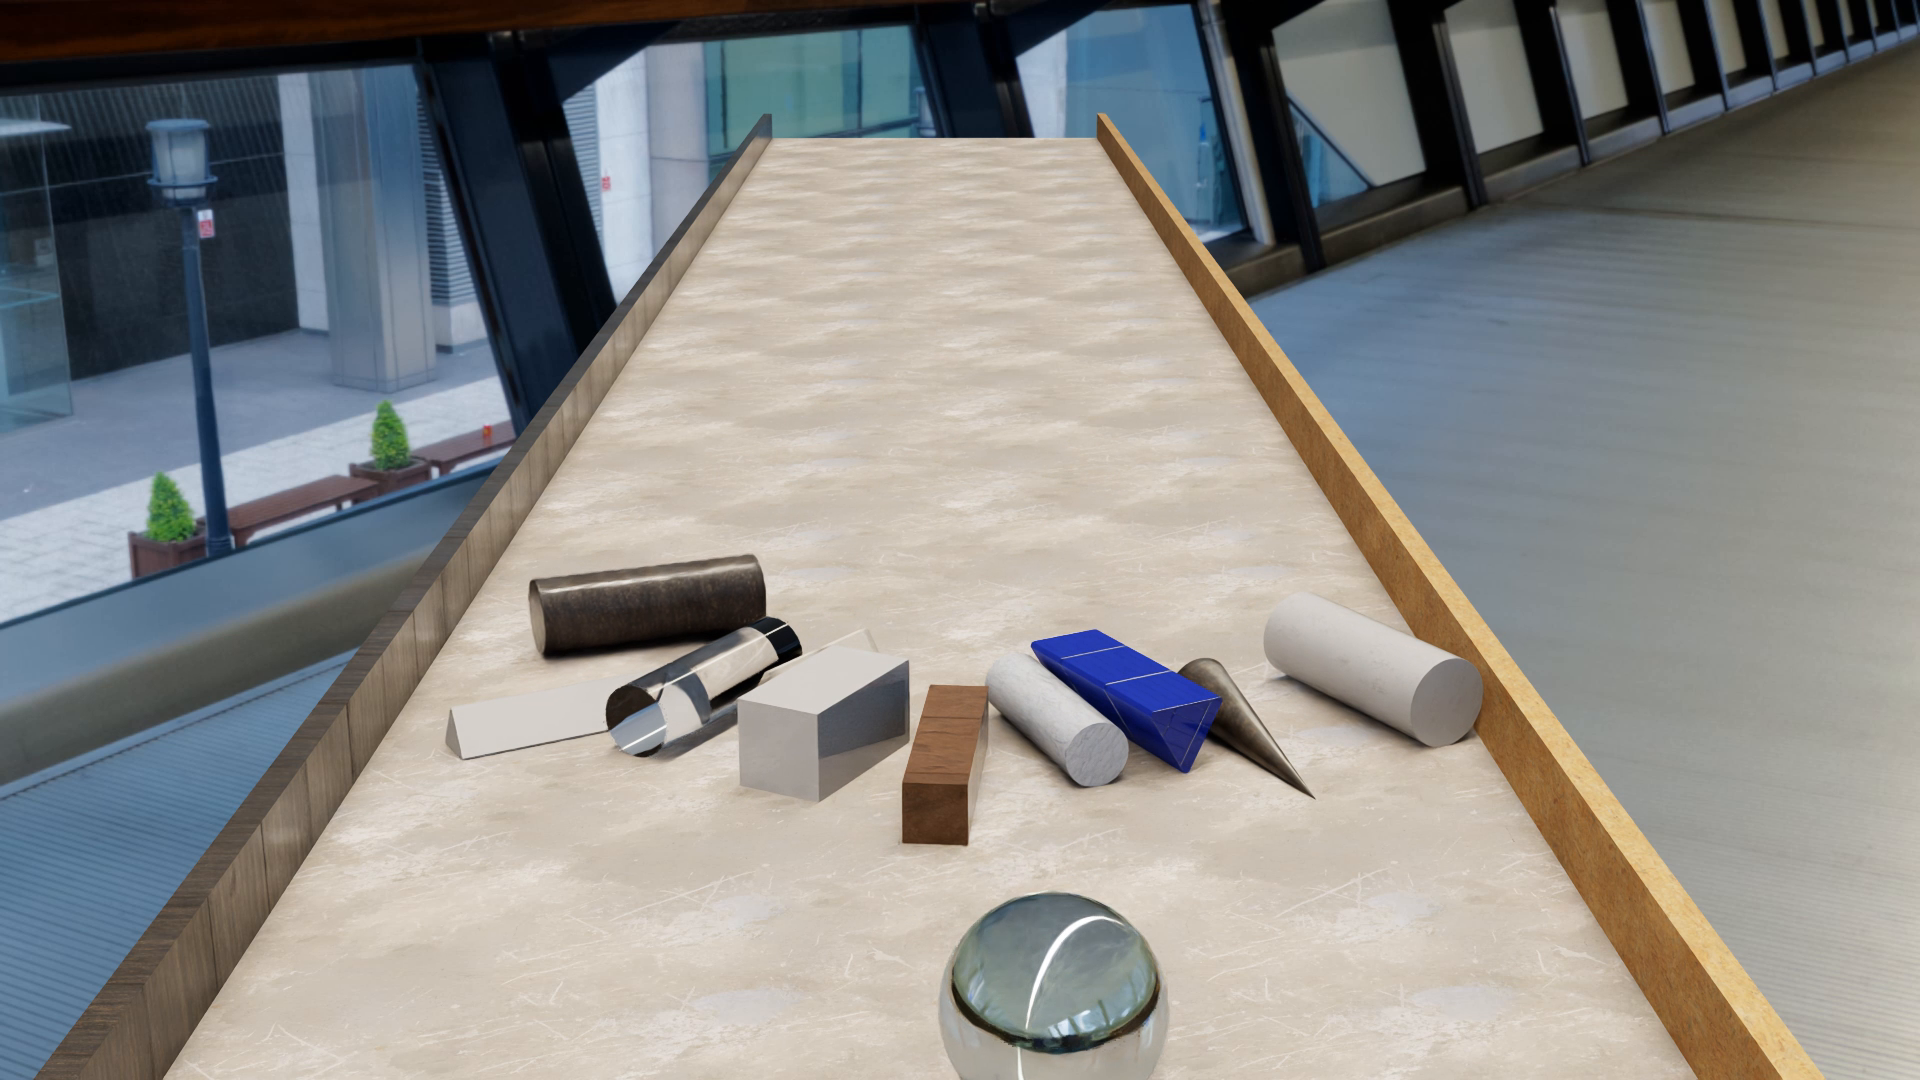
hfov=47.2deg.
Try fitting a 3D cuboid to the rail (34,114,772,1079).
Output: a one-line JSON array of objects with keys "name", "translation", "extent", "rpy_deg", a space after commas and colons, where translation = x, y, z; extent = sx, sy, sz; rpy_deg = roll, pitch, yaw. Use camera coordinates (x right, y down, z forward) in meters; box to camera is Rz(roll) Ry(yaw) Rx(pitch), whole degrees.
[{"name": "rail", "translation": [-1.118, -0.838, 7.780], "extent": [0.050, 0.150, 12.000], "rpy_deg": [0, 17, -1]}]

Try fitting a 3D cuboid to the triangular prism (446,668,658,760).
[{"name": "triangular prism", "translation": [-0.725, 0.307, 4.038], "extent": [0.426, 0.084, 0.097], "rpy_deg": [-10, 19, -29]}]

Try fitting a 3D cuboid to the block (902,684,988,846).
[{"name": "block", "translation": [-0.021, 0.378, 3.769], "extent": [0.106, 0.106, 0.455], "rpy_deg": [1, 17, 5]}]

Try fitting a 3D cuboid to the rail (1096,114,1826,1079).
[{"name": "rail", "translation": [0.932, -0.844, 7.801], "extent": [0.050, 0.150, 12.000], "rpy_deg": [0, 17, -1]}]

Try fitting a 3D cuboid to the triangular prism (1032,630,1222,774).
[{"name": "triangular prism", "translation": [0.313, 0.264, 4.010], "extent": [0.126, 0.146, 0.418], "rpy_deg": [-39, 30, -14]}]

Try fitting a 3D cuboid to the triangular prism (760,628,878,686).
[{"name": "triangular prism", "translation": [-0.265, 0.261, 4.124], "extent": [0.140, 0.121, 0.304], "rpy_deg": [11, 20, 32]}]

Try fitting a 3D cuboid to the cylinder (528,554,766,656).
[{"name": "cylinder", "translation": [-0.640, 0.131, 4.514], "extent": [0.460, 0.154, 0.154], "rpy_deg": [-7, 18, -21]}]

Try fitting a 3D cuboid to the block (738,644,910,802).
[{"name": "block", "translation": [-0.236, 0.319, 3.874], "extent": [0.160, 0.160, 0.314], "rpy_deg": [9, 19, 27]}]

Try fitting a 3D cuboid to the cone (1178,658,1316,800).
[{"name": "cone", "translation": [0.525, 0.358, 3.917], "extent": [0.121, 0.121, 0.428], "rpy_deg": [-7, 26, -22]}]

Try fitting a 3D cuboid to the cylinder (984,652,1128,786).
[{"name": "cylinder", "translation": [0.169, 0.318, 3.950], "extent": [0.118, 0.118, 0.383], "rpy_deg": [-6, 18, -20]}]

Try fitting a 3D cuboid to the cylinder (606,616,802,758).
[{"name": "cylinder", "translation": [-0.469, 0.268, 4.090], "extent": [0.134, 0.134, 0.438], "rpy_deg": [9, 19, 28]}]

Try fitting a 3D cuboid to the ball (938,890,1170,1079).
[{"name": "ball", "translation": [0.117, 0.585, 2.749], "extent": [0.290, 0.290, 0.290], "rpy_deg": [0, 17, 0]}]

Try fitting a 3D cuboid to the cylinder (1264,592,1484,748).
[{"name": "cylinder", "translation": [0.770, 0.237, 4.134], "extent": [0.169, 0.169, 0.441], "rpy_deg": [-9, 19, -27]}]
